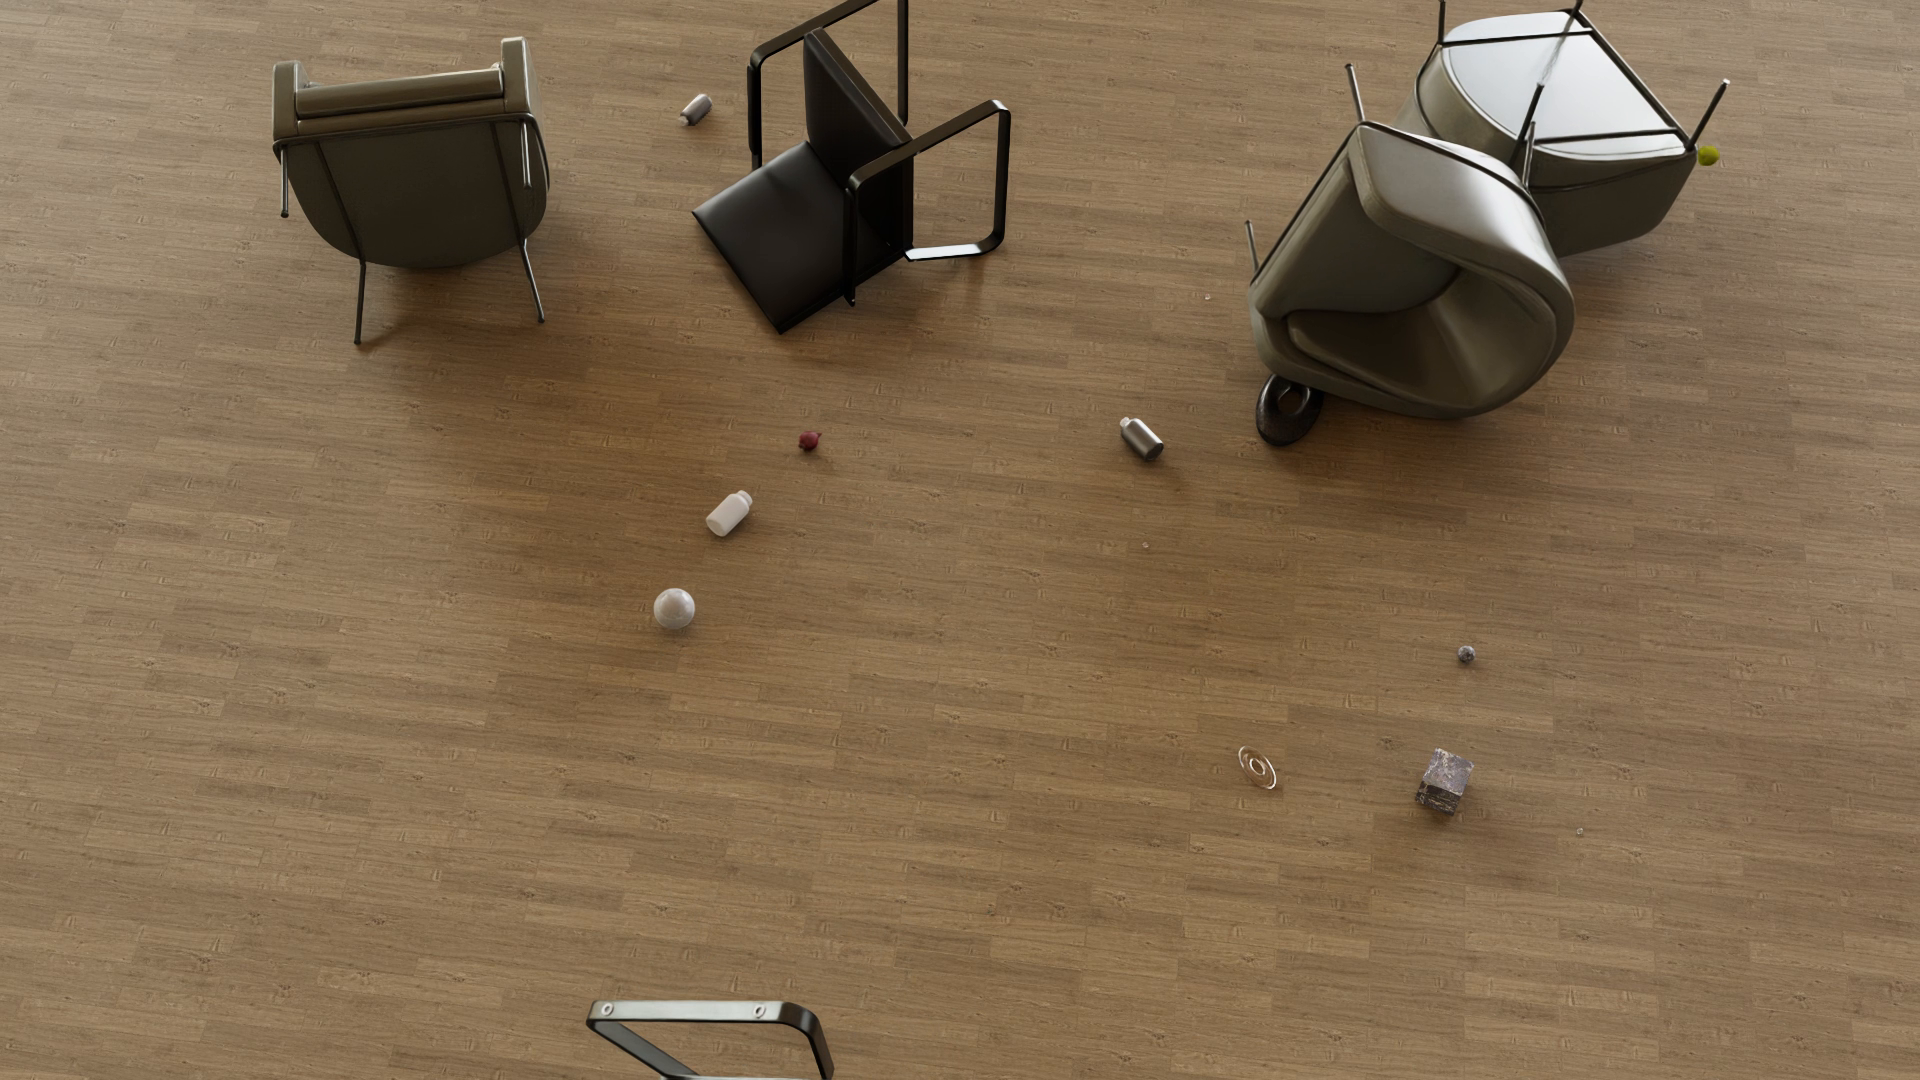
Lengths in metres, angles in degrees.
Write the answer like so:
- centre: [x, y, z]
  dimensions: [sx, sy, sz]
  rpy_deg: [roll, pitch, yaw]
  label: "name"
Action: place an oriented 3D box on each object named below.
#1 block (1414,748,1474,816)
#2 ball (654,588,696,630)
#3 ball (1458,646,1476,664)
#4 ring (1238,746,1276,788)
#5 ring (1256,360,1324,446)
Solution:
- centre: [1.334, 0.666, 6.055]
  dimensions: [0.112, 0.120, 0.114]
  rpy_deg: [23, 59, 15]
  label: "block"
- centre: [-0.827, 0.199, 6.369]
  dimensions: [0.119, 0.119, 0.119]
  rpy_deg: [0, 56, 0]
  label: "ball"
- centre: [1.456, 0.329, 6.323]
  dimensions: [0.051, 0.051, 0.051]
  rpy_deg: [0, 56, 0]
  label: "ball"
- centre: [0.830, 0.634, 6.137]
  dimensions: [0.075, 0.018, 0.148]
  rpy_deg: [-25, 60, -15]
  label: "ring"
- centre: [1.022, -0.426, 6.812]
  dimensions: [0.196, 0.082, 0.345]
  rpy_deg: [20, 58, 12]
  label: "ring"
